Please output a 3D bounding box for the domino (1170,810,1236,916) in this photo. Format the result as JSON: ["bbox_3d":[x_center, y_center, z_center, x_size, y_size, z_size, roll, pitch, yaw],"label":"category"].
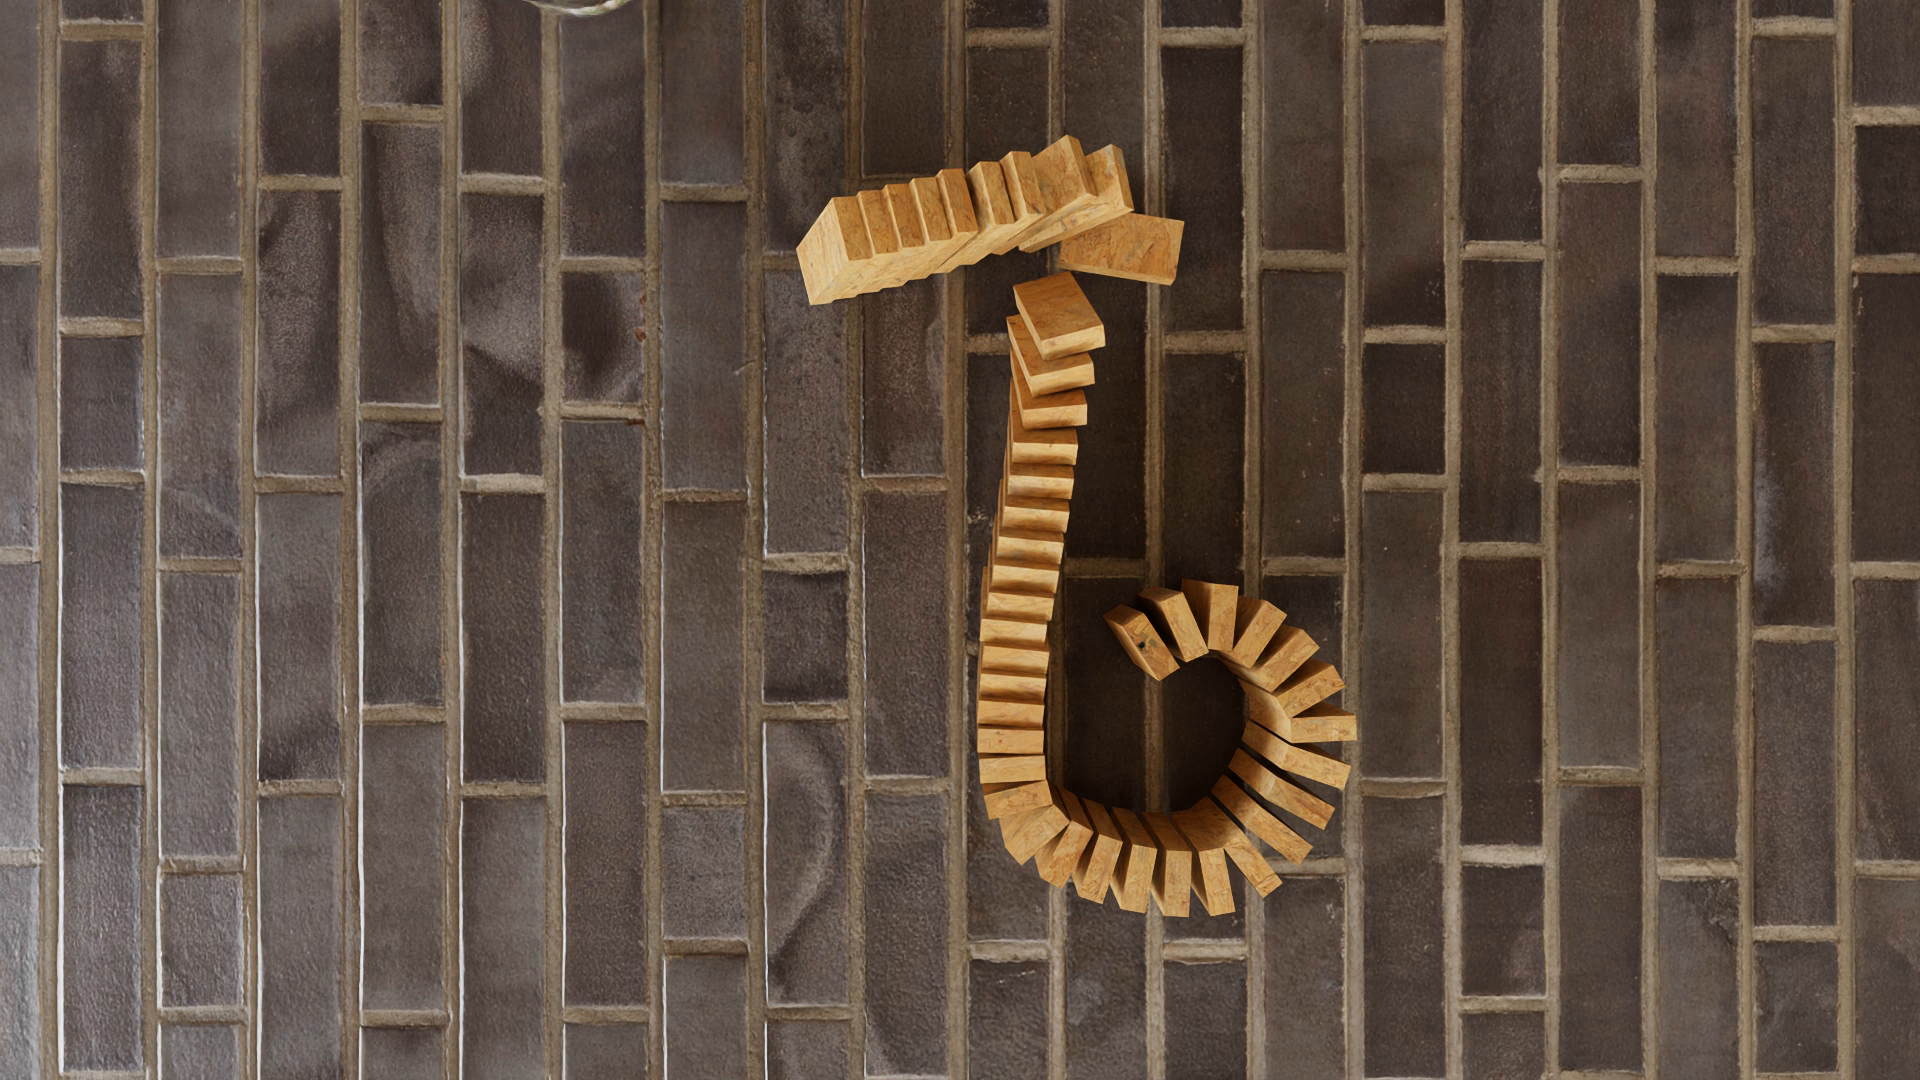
[{"bbox_3d":[0.098,0.131,0.375,0.010,0.050,0.025,-11,90,0],"label":"domino"}]

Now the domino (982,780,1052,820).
[{"bbox_3d":[0.022,0.098,0.375,0.025,0.050,0.009,-14,92,0],"label":"domino"}]

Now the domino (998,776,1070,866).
[{"bbox_3d":[0.029,0.112,0.375,0.025,0.050,0.010,-41,93,0],"label":"domino"}]

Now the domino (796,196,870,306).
[{"bbox_3d":[-0.053,-0.117,0.376,0.010,0.050,0.025,-14,90,-27],"label":"domino"}]

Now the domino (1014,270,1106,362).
[{"bbox_3d":[0.040,-0.093,0.378,0.025,0.050,0.009,-15,132,0],"label":"domino"}]

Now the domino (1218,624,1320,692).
[{"bbox_3d":[0.125,0.046,0.375,0.025,0.050,0.010,-43,90,0],"label":"domino"}]

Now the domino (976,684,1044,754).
[{"bbox_3d":[0.020,0.072,0.375,0.025,0.050,0.009,2,101,0],"label":"domino"}]

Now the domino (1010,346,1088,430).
[{"bbox_3d":[0.036,-0.065,0.378,0.025,0.050,0.010,-5,131,0],"label":"domino"}]

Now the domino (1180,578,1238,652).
[{"bbox_3d":[0.100,0.030,0.375,0.009,0.050,0.025,5,90,0],"label":"domino"}]

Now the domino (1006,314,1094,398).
[{"bbox_3d":[0.037,-0.079,0.378,0.025,0.050,0.009,-13,132,0],"label":"domino"}]

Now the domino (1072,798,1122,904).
[{"bbox_3d":[0.054,0.126,0.375,0.009,0.050,0.025,19,90,0],"label":"domino"}]

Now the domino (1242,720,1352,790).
[{"bbox_3d":[0.136,0.087,0.375,0.025,0.050,0.010,19,90,0],"label":"domino"}]

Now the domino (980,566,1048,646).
[{"bbox_3d":[0.021,0.026,0.375,0.025,0.050,0.009,6,112,0],"label":"domino"}]

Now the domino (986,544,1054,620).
[{"bbox_3d":[0.024,0.016,0.375,0.025,0.050,0.010,6,112,0],"label":"domino"}]

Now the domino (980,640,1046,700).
[{"bbox_3d":[0.021,0.047,0.375,0.025,0.050,0.010,5,112,0],"label":"domino"}]

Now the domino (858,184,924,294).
[{"bbox_3d":[-0.032,-0.122,0.376,0.010,0.050,0.025,-14,90,-27],"label":"domino"}]

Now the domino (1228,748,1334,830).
[{"bbox_3d":[0.130,0.101,0.375,0.025,0.050,0.009,28,90,0],"label":"domino"}]

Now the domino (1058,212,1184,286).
[{"bbox_3d":[0.069,-0.127,0.395,0.050,0.010,0.025,9,90,0],"label":"domino"}]

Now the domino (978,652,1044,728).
[{"bbox_3d":[0.020,0.060,0.375,0.025,0.050,0.009,4,107,0],"label":"domino"}]

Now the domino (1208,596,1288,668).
[{"bbox_3d":[0.114,0.036,0.375,0.009,0.050,0.025,34,90,0],"label":"domino"}]

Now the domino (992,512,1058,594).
[{"bbox_3d":[0.026,0.004,0.375,0.025,0.050,0.009,6,116,0],"label":"domino"}]

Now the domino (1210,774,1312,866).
[{"bbox_3d":[0.122,0.113,0.375,0.025,0.050,0.010,37,90,0],"label":"domino"}]

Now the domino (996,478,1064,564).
[{"bbox_3d":[0.028,-0.009,0.376,0.025,0.050,0.010,6,120,0],"label":"domino"}]

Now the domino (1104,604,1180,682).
[{"bbox_3d":[0.073,0.041,0.375,0.010,0.050,0.025,-33,90,0],"label":"domino"}]

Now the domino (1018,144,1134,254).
[{"bbox_3d":[0.045,-0.141,0.382,0.050,0.009,0.025,-12,90,36],"label":"domino"}]

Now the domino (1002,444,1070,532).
[{"bbox_3d":[0.031,-0.022,0.377,0.025,0.050,0.009,5,125,0],"label":"domino"}]

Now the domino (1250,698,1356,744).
[{"bbox_3d":[0.139,0.072,0.375,0.025,0.050,0.009,-3,90,0],"label":"domino"}]

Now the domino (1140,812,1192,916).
[{"bbox_3d":[0.083,0.131,0.375,0.009,0.050,0.025,3,90,0],"label":"domino"}]

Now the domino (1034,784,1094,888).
[{"bbox_3d":[0.040,0.120,0.375,0.009,0.050,0.025,29,90,-1],"label":"domino"}]

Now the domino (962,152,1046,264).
[{"bbox_3d":[0.013,-0.135,0.377,0.009,0.050,0.025,-14,90,-35],"label":"domino"}]

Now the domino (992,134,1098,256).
[{"bbox_3d":[0.030,-0.142,0.380,0.050,0.009,0.025,-21,85,37],"label":"domino"}]

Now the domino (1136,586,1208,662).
[{"bbox_3d":[0.086,0.033,0.375,0.009,0.050,0.025,-23,90,0],"label":"domino"}]

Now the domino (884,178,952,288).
[{"bbox_3d":[-0.022,-0.125,0.376,0.010,0.050,0.025,-14,90,-27],"label":"domino"}]

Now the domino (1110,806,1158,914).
[{"bbox_3d":[0.068,0.129,0.375,0.010,0.050,0.025,11,90,0],"label":"domino"}]

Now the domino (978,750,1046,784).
[{"bbox_3d":[0.020,0.085,0.375,0.025,0.050,0.010,-3,96,0],"label":"domino"}]

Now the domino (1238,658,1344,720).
[{"bbox_3d":[0.134,0.058,0.375,0.025,0.050,0.009,-30,90,0],"label":"domino"}]

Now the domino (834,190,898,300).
[{"bbox_3d":[-0.042,-0.120,0.376,0.009,0.050,0.025,-14,90,-27],"label":"domino"}]

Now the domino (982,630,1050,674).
[{"bbox_3d":[0.022,0.037,0.375,0.025,0.050,0.010,6,112,0],"label":"domino"}]

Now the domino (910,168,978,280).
[{"bbox_3d":[-0.011,-0.128,0.376,0.010,0.050,0.025,-14,90,-27],"label":"domino"}]

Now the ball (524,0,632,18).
[{"bbox_3d":[-0.157,-0.252,0.360,0.080,0.080,0.080,0,90,0],"label":"ball"}]

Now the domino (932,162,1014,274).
[{"bbox_3d":[0.001,-0.131,0.376,0.009,0.050,0.025,-14,90,-33],"label":"domino"}]

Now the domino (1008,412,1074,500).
[{"bbox_3d":[0.032,-0.036,0.377,0.025,0.050,0.010,4,128,0],"label":"domino"}]

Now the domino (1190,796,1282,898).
[{"bbox_3d":[0.112,0.124,0.375,0.009,0.050,0.025,-38,90,0],"label":"domino"}]

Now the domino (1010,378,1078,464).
[{"bbox_3d":[0.034,-0.050,0.378,0.025,0.050,0.009,2,130,0],"label":"domino"}]
